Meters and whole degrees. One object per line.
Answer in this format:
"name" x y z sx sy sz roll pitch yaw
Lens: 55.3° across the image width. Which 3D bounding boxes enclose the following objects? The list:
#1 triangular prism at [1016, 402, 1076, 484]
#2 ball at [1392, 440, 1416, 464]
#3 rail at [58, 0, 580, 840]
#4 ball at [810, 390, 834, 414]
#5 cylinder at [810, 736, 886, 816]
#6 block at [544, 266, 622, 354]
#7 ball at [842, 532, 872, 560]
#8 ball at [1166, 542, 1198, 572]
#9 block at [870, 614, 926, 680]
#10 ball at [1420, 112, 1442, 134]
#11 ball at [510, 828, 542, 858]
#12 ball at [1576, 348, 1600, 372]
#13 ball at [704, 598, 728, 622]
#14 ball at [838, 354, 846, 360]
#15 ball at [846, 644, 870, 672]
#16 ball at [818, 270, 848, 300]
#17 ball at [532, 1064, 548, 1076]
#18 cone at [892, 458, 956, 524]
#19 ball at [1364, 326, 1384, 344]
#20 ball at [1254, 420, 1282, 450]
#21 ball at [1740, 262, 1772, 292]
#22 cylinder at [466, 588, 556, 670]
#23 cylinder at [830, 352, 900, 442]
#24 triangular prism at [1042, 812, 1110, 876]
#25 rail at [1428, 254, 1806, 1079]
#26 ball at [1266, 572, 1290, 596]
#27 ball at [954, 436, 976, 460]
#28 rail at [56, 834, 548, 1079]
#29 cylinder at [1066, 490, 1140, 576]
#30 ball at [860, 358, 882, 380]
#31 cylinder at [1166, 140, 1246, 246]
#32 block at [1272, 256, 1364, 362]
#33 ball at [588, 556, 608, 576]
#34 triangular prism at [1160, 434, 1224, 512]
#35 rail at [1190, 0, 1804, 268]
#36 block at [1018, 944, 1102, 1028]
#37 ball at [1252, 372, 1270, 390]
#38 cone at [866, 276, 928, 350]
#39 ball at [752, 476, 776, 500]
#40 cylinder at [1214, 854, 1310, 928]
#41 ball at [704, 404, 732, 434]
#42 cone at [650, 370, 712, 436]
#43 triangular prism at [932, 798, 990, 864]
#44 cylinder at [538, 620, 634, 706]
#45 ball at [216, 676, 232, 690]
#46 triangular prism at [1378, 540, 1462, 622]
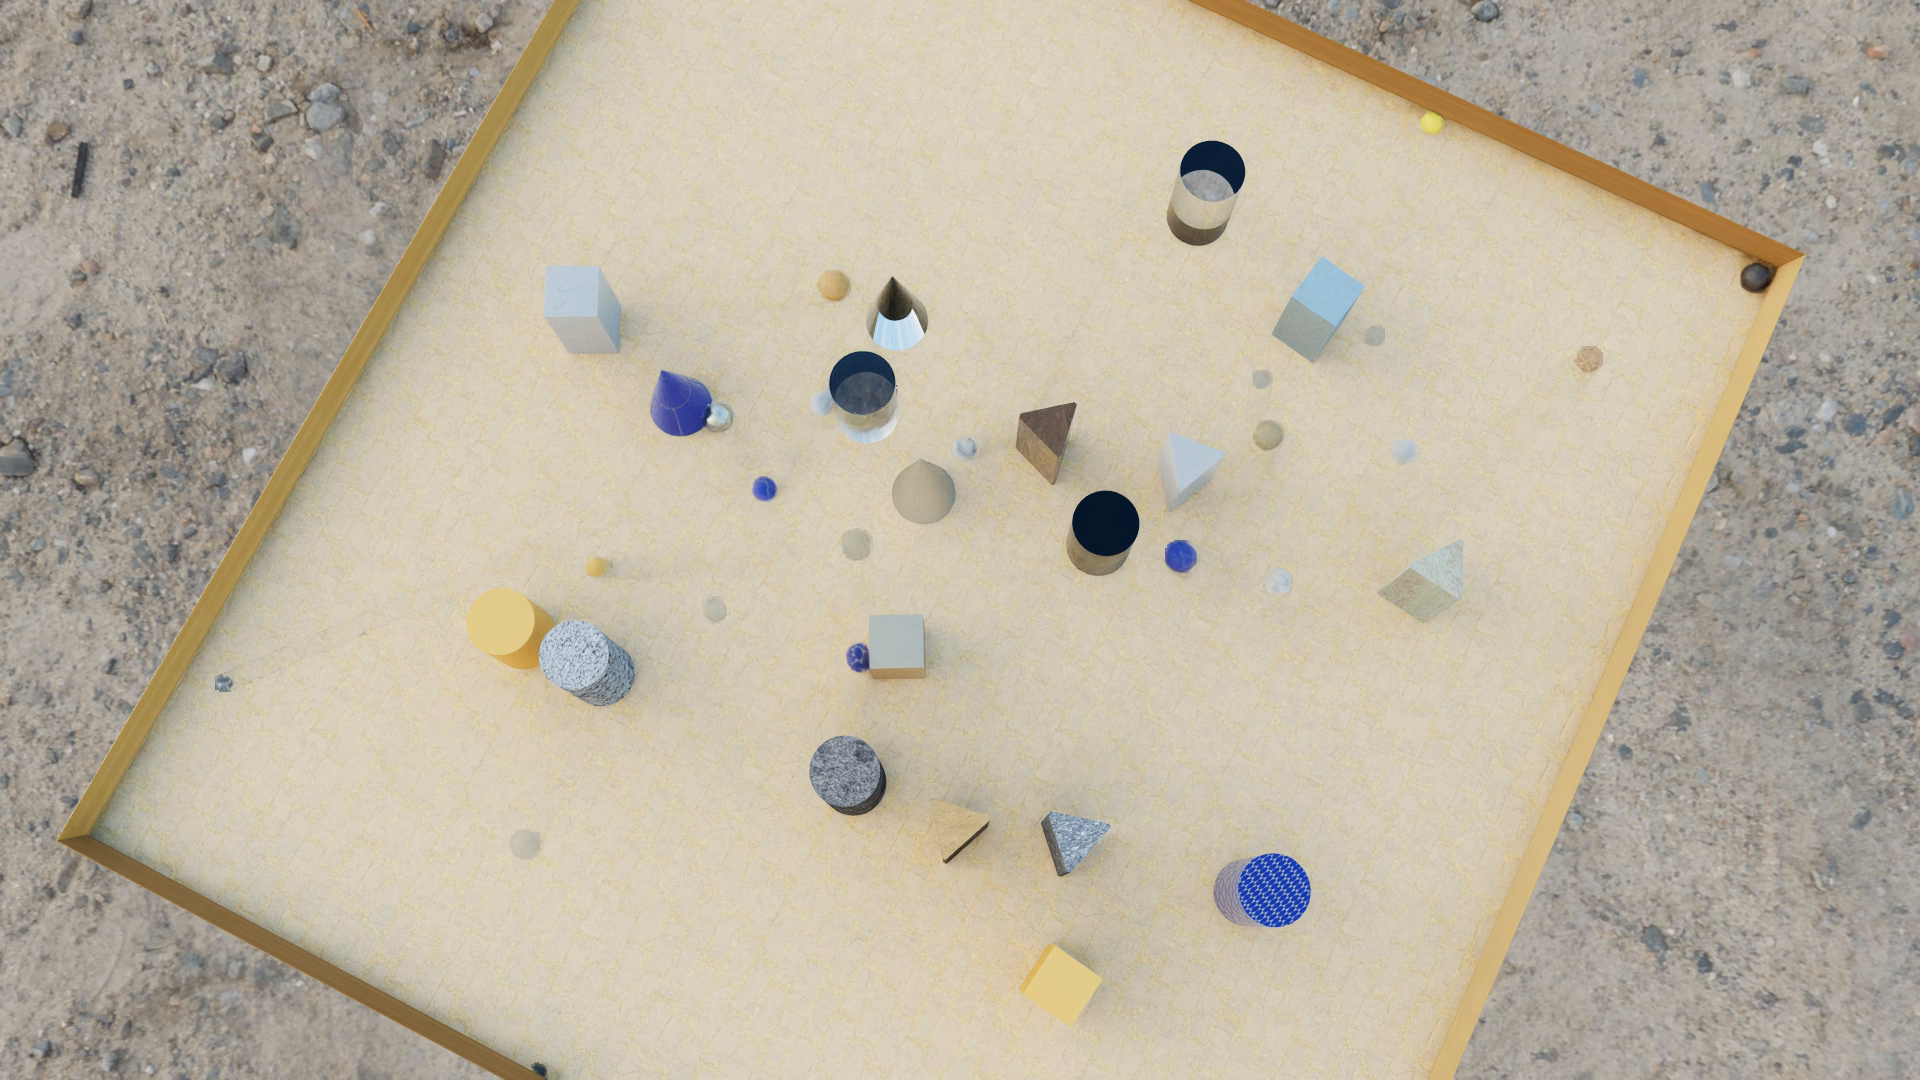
"triangular prism" 0.284 -0.315 5.501 0.147 0.355 0.170 -42 81 -8
"ball" 1.364 -0.271 5.636 0.072 0.072 0.072 0 78 0
"rail" -1.715 -0.833 5.723 0.045 0.127 3.946 26 80 5
"ball" -0.427 -0.424 5.666 0.075 0.075 0.075 0 78 0
"cylinder" -0.317 0.680 5.253 0.196 0.437 0.196 0 78 0
"block" -1.145 -0.697 5.577 0.157 0.360 0.157 0 78 0
"ball" -0.314 0.019 5.567 0.090 0.090 0.090 0 78 0
"ball" 0.671 0.053 5.557 0.095 0.095 0.095 0 78 0
"block" -0.184 0.318 5.425 0.157 0.246 0.157 -1 78 0
"ball" 1.507 -1.333 5.857 0.069 0.069 0.069 0 78 0
"ball" -1.275 0.891 5.387 0.089 0.089 0.089 0 78 0
"ball" 1.951 -0.560 5.694 0.076 0.076 0.076 0 78 0
"ball" -0.738 0.213 5.536 0.072 0.072 0.072 0 78 0
"ball" -0.350 -0.545 5.696 0.066 0.066 0.066 0 78 0
"ball" -0.303 0.355 5.502 0.081 0.081 0.081 0 78 0
"ball" -0.397 -0.797 5.732 0.098 0.098 0.098 0 78 0
"ball" -1.212 1.530 5.277 0.044 0.044 0.044 0 78 0
"cone" -0.112 -0.188 5.431 0.196 0.439 0.196 0 78 0
"ball" 1.292 -0.639 5.720 0.057 0.057 0.057 0 78 0
"ball" 0.947 -0.321 5.637 0.091 0.091 0.091 0 78 0
"ball" 2.492 -0.821 5.739 0.093 0.093 0.093 0 78 0
"cylinder" -1.319 0.264 5.406 0.196 0.305 0.196 0 78 0
"cylinder" -0.287 -0.429 5.540 0.196 0.323 0.196 0 78 0
"triangular prism" 0.296 0.835 5.199 0.147 0.479 0.170 42 81 8
"rail" 1.715 0.847 5.375 0.045 0.127 3.946 26 80 5
"ball" 0.964 0.131 5.551 0.075 0.075 0.075 0 78 0
"ball" 0.016 -0.283 5.640 0.069 0.069 0.069 0 78 0
"rail" -0.872 1.714 5.196 3.883 0.127 0.045 26 80 5
"cylinder" 0.423 -0.017 5.462 0.196 0.310 0.196 0 78 0
"ball" -0.277 -0.531 5.692 0.068 0.068 0.068 0 78 0
"cylinder" 0.755 -1.065 5.651 0.196 0.364 0.196 0 78 0
"block" 1.086 -0.697 5.578 0.157 0.358 0.157 36 81 7
"ball" -1.102 0.082 5.568 0.061 0.061 0.061 0 78 0
"triangular prism" 0.663 -0.225 5.506 0.170 0.307 0.147 -39 81 -7
"rail" 0.872 -1.700 5.902 3.883 0.127 0.045 26 80 5
"block" 0.280 1.253 5.171 0.157 0.365 0.157 34 80 7
"ball" 0.936 -0.496 5.692 0.053 0.053 0.053 0 78 0
"cone" -0.198 -0.731 5.559 0.196 0.409 0.196 0 78 0
"ball" -0.601 -0.159 5.611 0.075 0.075 0.075 0 78 0
"cylinder" 0.845 0.990 5.162 0.196 0.490 0.196 0 78 0
"ball" -0.746 -0.373 5.648 0.090 0.090 0.090 0 78 0
"cone" -0.868 -0.456 5.513 0.196 0.388 0.196 0 78 0
"triangular prism" -0.030 0.808 5.243 0.170 0.404 0.147 -41 81 -8
"cylinder" -1.080 0.363 5.329 0.196 0.417 0.196 0 78 0
"ball" -2.210 0.430 5.505 0.045 0.045 0.045 0 78 0
"triangular prism" 1.380 0.102 5.382 0.170 0.419 0.147 33 80 6
